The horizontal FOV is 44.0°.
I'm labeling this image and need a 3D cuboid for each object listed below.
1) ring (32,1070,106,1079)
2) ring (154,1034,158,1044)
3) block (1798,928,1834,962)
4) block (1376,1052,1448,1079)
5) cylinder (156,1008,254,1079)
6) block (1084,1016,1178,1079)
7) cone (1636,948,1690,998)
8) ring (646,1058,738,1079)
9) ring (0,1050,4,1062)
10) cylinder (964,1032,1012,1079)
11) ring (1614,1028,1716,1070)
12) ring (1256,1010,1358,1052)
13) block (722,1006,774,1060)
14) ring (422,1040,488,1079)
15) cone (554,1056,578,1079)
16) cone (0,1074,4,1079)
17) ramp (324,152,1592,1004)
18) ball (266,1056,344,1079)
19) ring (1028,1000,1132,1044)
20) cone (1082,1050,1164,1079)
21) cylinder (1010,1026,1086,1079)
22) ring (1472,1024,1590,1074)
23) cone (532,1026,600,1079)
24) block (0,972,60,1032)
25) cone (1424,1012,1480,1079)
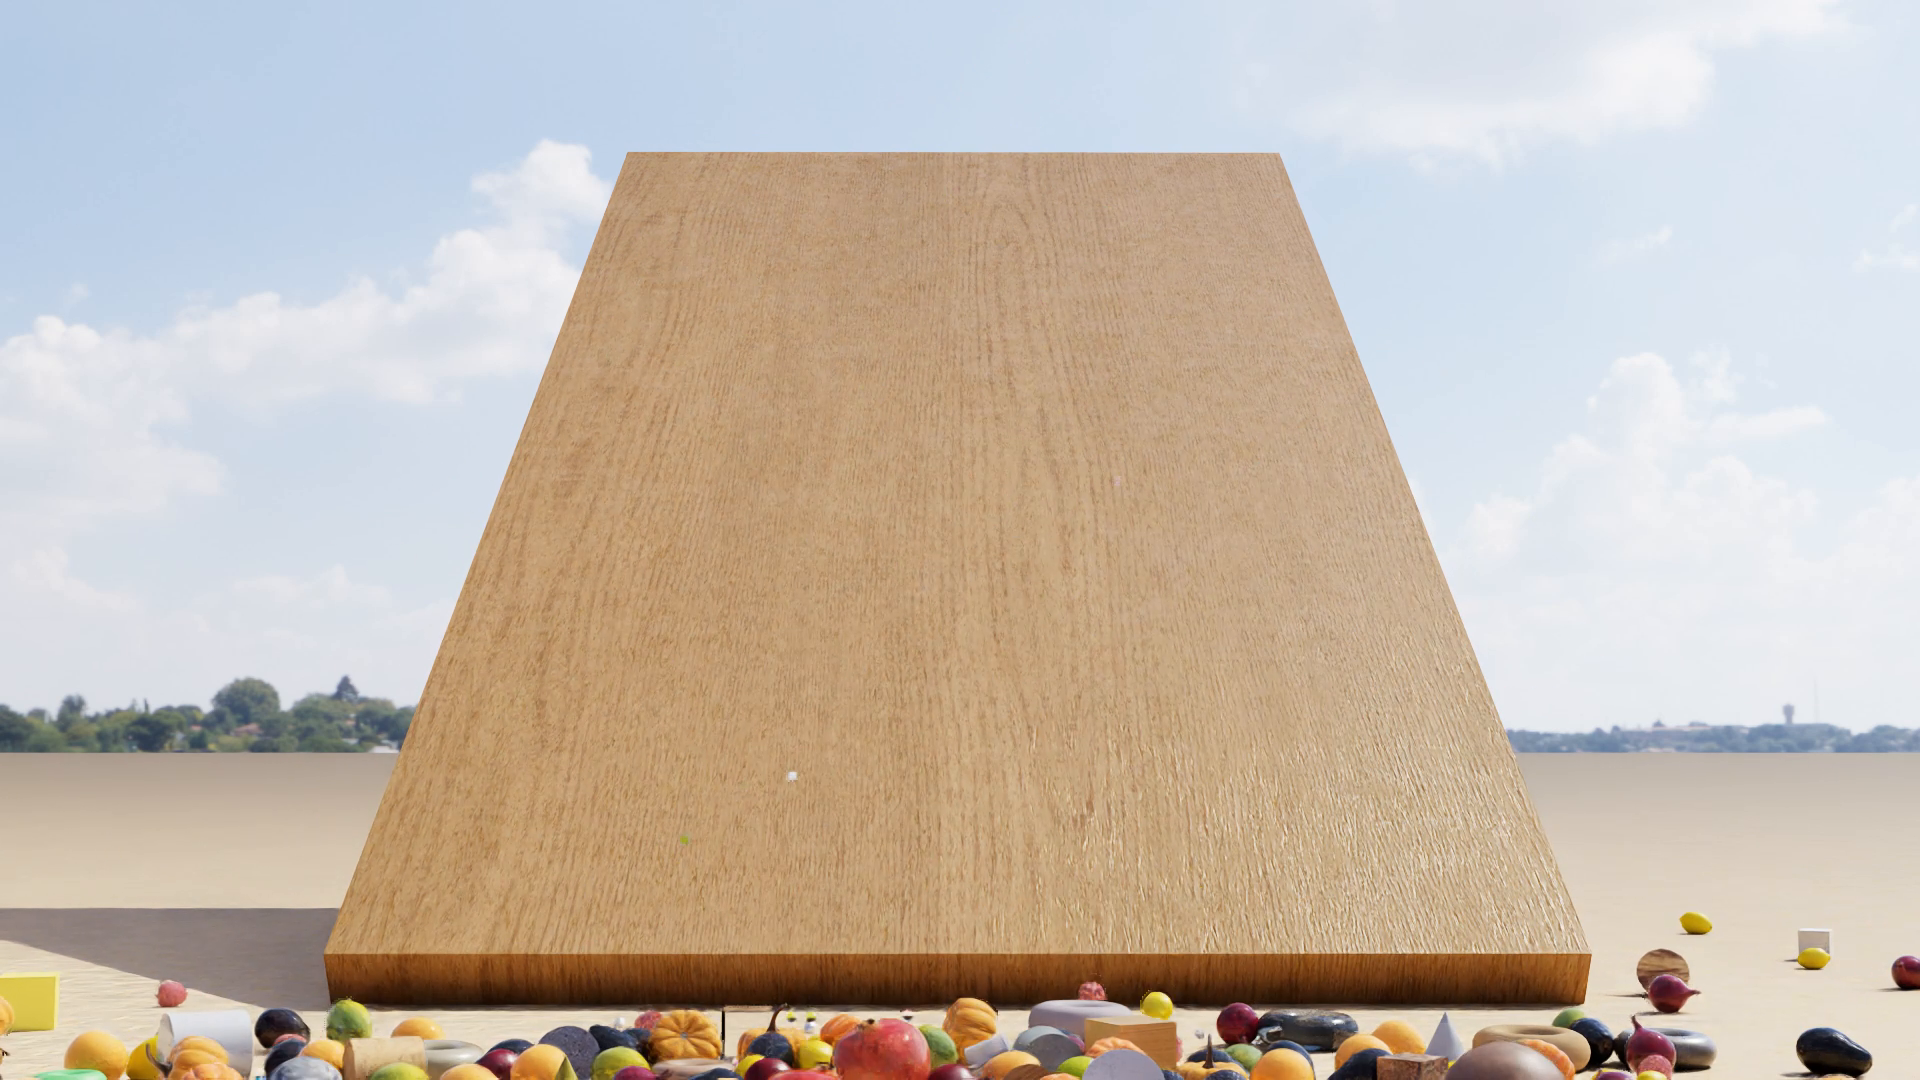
[{"bbox_3d":[-1.047,0.640,2.792,0.087,0.029,0.087,-1,-6,0],"label":"ring"},{"bbox_3d":[-1.022,0.670,3.190,0.113,0.038,0.113,1,-4,0],"label":"ring"},{"bbox_3d":[1.653,0.781,4.590,0.057,0.057,0.057,-3,-6,27],"label":"block"},{"bbox_3d":[0.515,0.617,2.702,0.058,0.058,0.058,-5,-7,44],"label":"block"},{"bbox_3d":[-0.910,0.614,2.866,0.092,0.092,0.092,4,-6,-31],"label":"cylinder"},{"bbox_3d":[0.206,0.620,2.870,0.080,0.080,0.080,3,-6,-28],"label":"block"},{"bbox_3d":[1.167,0.736,3.954,0.085,0.085,0.085,-1,-32,11],"label":"cone"},{"bbox_3d":[-0.318,0.639,2.827,0.109,0.036,0.109,1,-6,0],"label":"ring"},{"bbox_3d":[-1.253,0.642,3.030,0.080,0.080,0.027,-6,34,49],"label":"ring"},{"bbox_3d":[0.038,0.625,2.854,0.051,0.051,0.051,-23,-6,2],"label":"cylinder"},{"bbox_3d":[0.910,0.657,3.070,0.129,0.043,0.129,1,-4,0],"label":"ring"},{"bbox_3d":[0.477,0.672,3.260,0.139,0.046,0.139,1,-6,0],"label":"ring"},{"bbox_3d":[-0.281,0.653,3.153,0.064,0.064,0.064,0,-5,1],"label":"block"},{"bbox_3d":[-0.649,0.641,2.908,0.140,0.047,0.140,1,-4,0],"label":"ring"},{"bbox_3d":[-0.441,0.609,2.661,0.066,0.066,0.066,0,-5,0],"label":"cone"},{"bbox_3d":[-0.955,0.573,2.361,0.086,0.086,0.086,0,-5,0],"label":"cone"},{"bbox_3d":[-0.011,-0.225,5.546,2.000,0.100,4.000,0,27,0],"label":"ramp"},{"bbox_3d":[-0.679,0.580,2.458,0.090,0.090,0.090,0,-5,0],"label":"ball"},{"bbox_3d":[0.171,0.677,3.345,0.150,0.050,0.150,1,-5,0],"label":"ring"},{"bbox_3d":[0.178,0.615,2.590,0.093,0.093,0.093,0,-32,4],"label":"cone"},{"bbox_3d":[0.103,0.615,2.792,0.078,0.078,0.078,1,-5,-6],"label":"cylinder"},{"bbox_3d":[0.729,0.651,3.037,0.149,0.050,0.149,1,-4,0],"label":"ring"},{"bbox_3d":[-0.473,0.645,2.896,0.082,0.082,0.082,0,-32,1],"label":"cone"},{"bbox_3d":[-1.363,0.675,3.478,0.077,0.077,0.077,1,-5,-17],"label":"block"},{"bbox_3d":[0.587,0.614,2.870,0.092,0.092,0.092,0,-5,0],"label":"cone"}]
